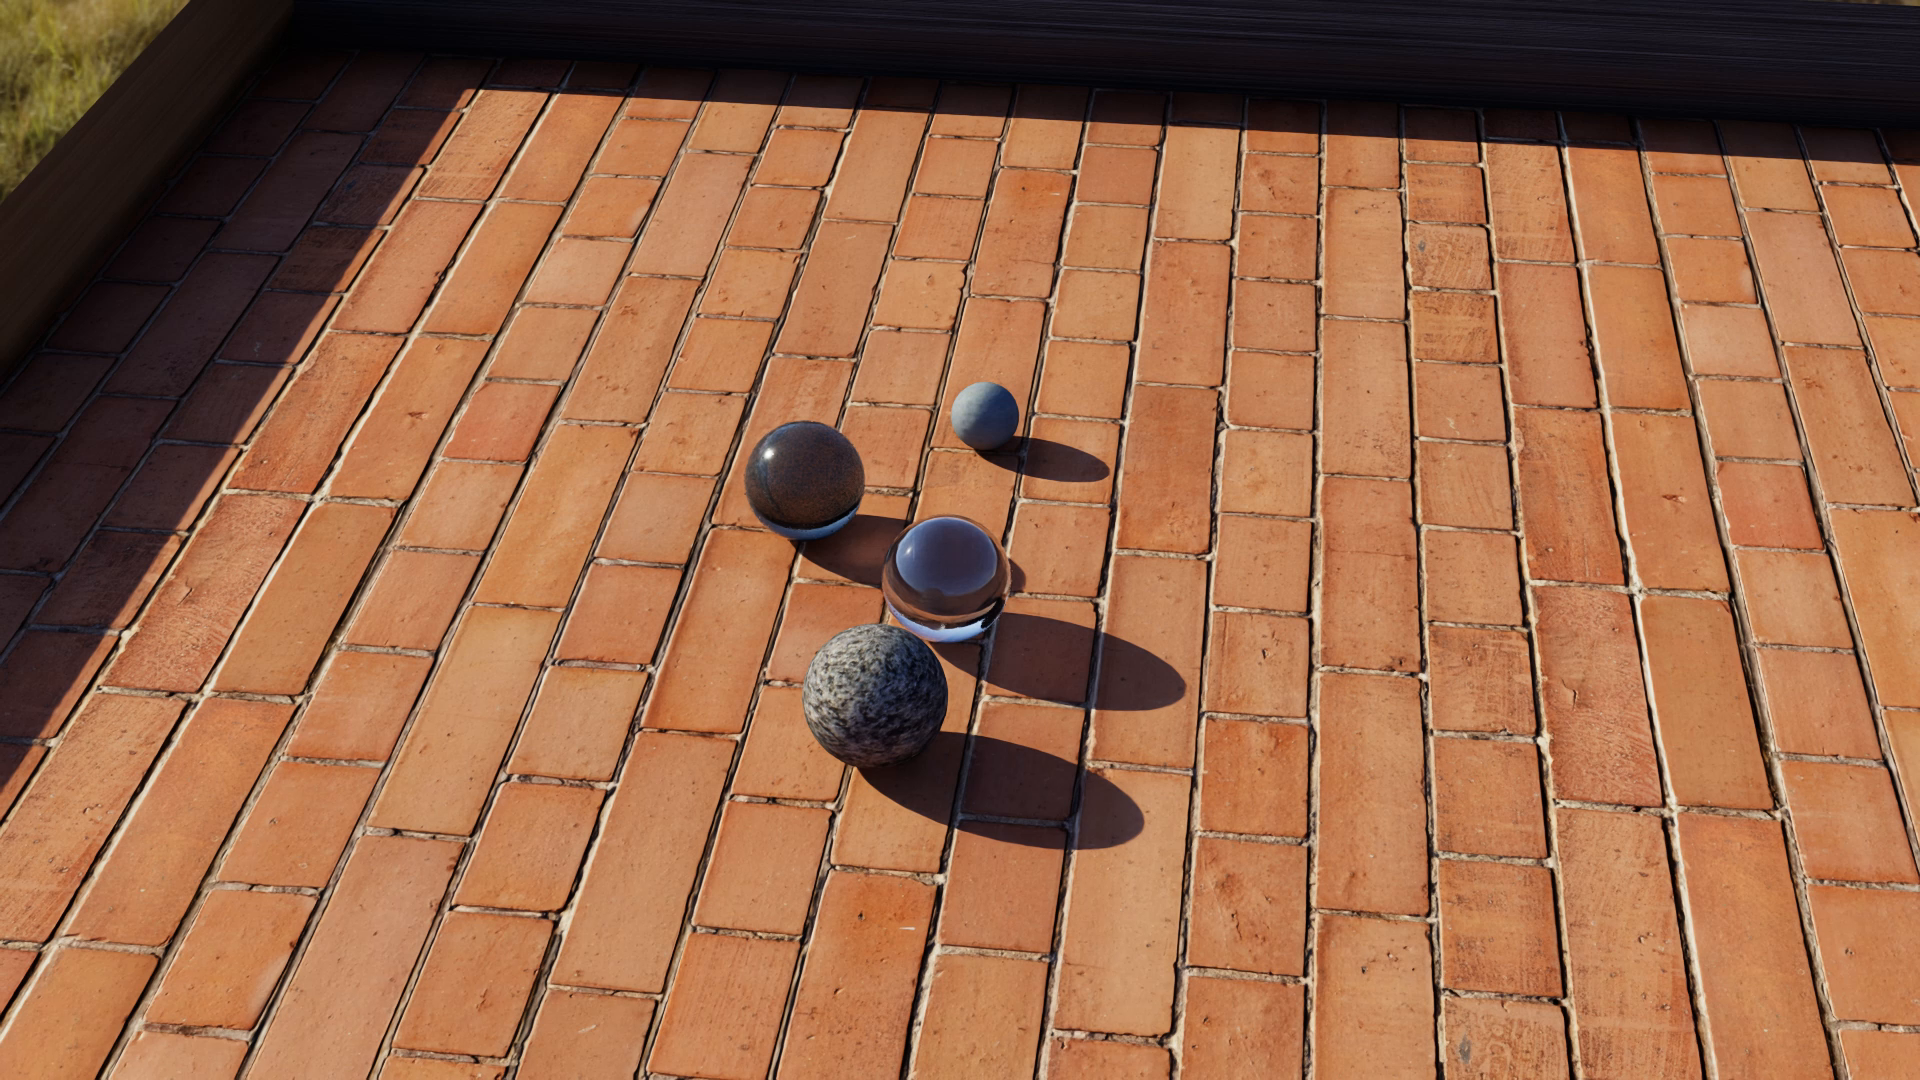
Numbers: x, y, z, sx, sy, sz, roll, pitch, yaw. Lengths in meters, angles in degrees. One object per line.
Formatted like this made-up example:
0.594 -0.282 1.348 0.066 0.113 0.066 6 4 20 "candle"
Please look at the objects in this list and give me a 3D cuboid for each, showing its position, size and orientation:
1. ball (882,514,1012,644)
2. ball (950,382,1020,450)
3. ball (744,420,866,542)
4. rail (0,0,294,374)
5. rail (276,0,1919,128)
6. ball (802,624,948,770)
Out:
-0.010 0.027 1.817 0.092 0.092 0.092 0 35 0 "ball"
0.020 -0.098 2.032 0.054 0.054 0.054 0 35 0 "ball"
-0.116 -0.044 1.922 0.091 0.091 0.091 0 35 0 "ball"
-0.801 -0.074 1.932 0.045 0.126 1.758 4 35 6 "rail"
0.928 -0.444 2.466 3.321 0.126 0.045 4 35 6 "rail"
-0.056 0.104 1.703 0.097 0.097 0.097 0 35 0 "ball"
